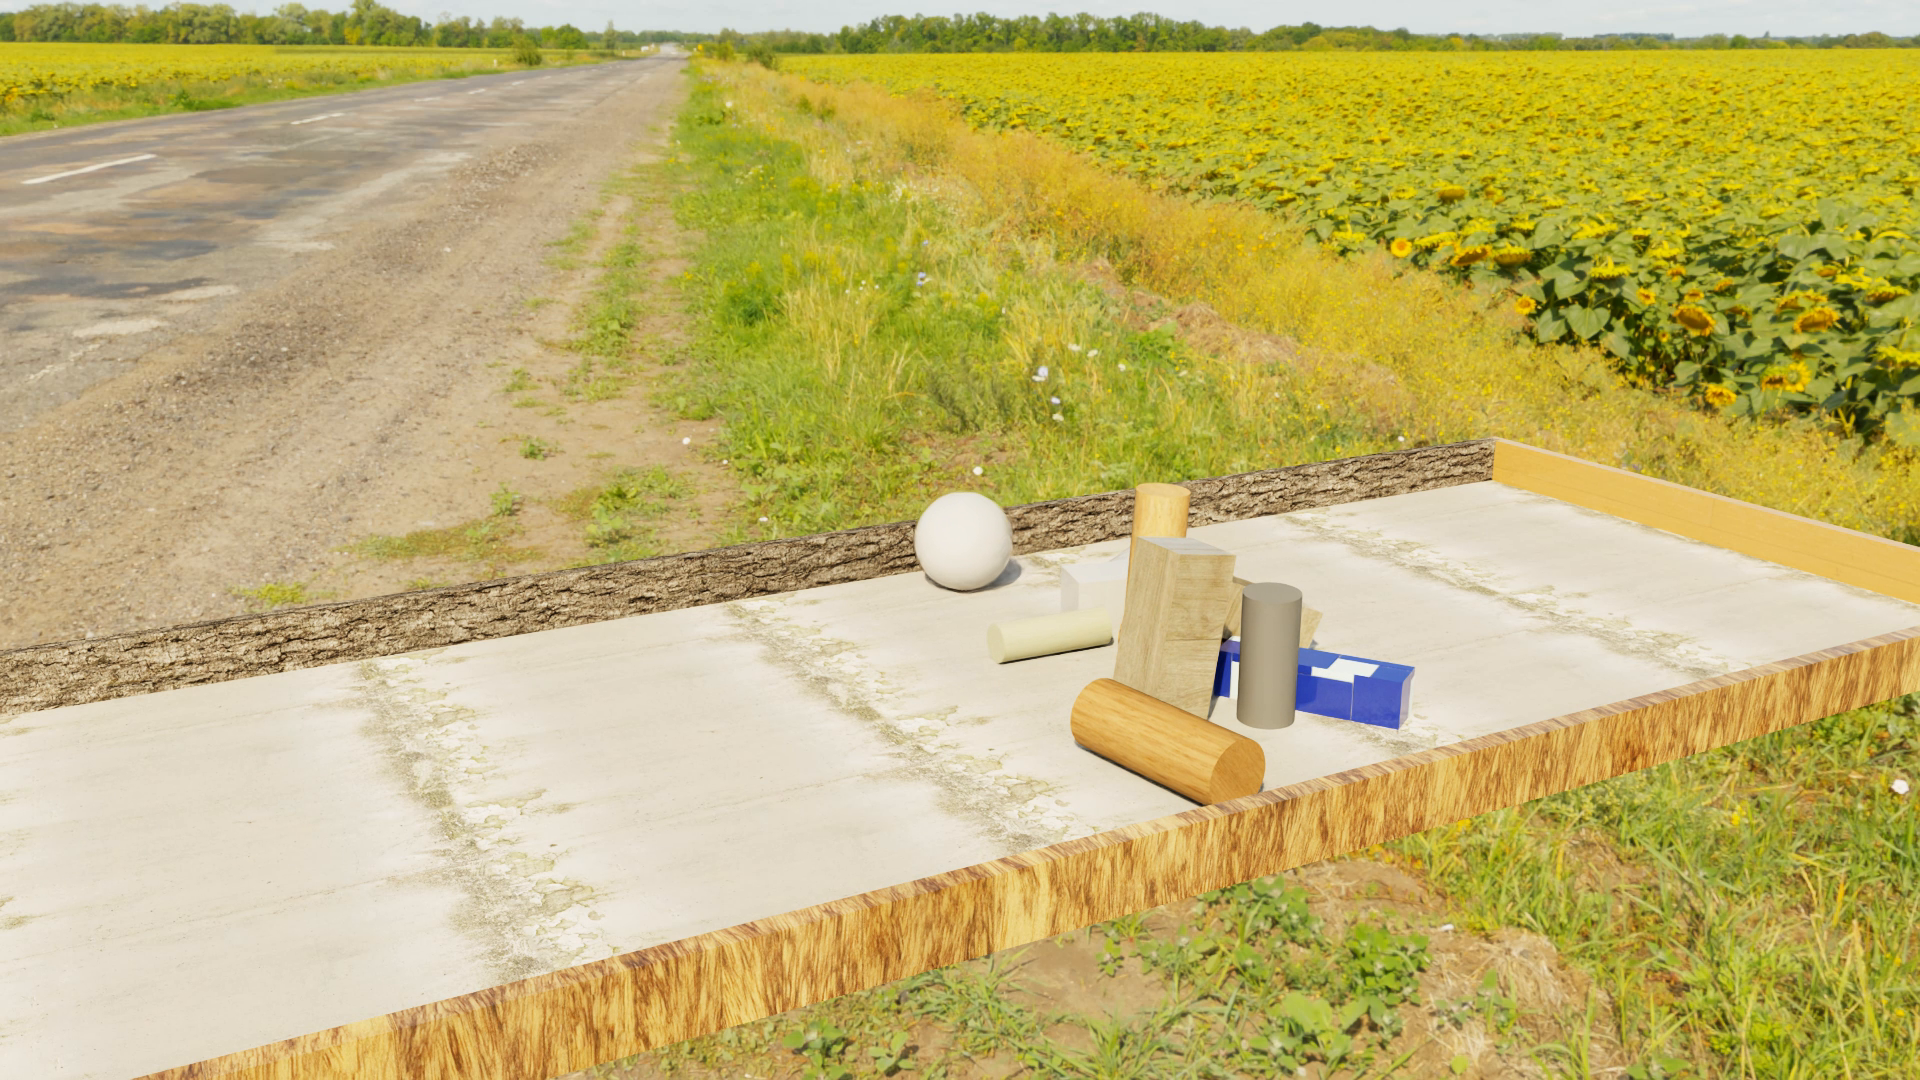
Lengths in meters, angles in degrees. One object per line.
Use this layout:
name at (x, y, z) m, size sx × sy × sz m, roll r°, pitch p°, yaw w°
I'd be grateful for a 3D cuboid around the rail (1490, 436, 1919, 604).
rail at (2.466, -0.048, 5.253) m, size 0.050 × 0.150 × 2.100 m, roll -9°, pitch 18°, yaw -27°

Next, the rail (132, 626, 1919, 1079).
rail at (-2.336, 1.006, 1.665) m, size 12.000 × 0.150 × 0.050 m, roll -9°, pitch 18°, yaw -27°

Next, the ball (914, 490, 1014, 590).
ball at (0.011, 0.001, 4.837) m, size 0.290 × 0.290 × 0.290 m, roll 0°, pitch 16°, yaw 0°

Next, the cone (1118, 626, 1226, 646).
cone at (0.629, 0.268, 4.291) m, size 0.413 × 0.176 × 0.176 m, roll 4°, pitch 12°, yaw -33°

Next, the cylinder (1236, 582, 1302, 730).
cylinder at (0.723, 0.271, 3.861) m, size 0.137 × 0.316 × 0.137 m, roll 0°, pitch 19°, yaw 0°

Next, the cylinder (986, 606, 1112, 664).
cylinder at (0.235, 0.247, 4.329) m, size 0.319 × 0.104 × 0.104 m, roll -8°, pitch 18°, yaw -25°

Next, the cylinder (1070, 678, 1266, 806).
cylinder at (0.443, 0.440, 3.568) m, size 0.164 × 0.164 × 0.433 m, roll -12°, pitch 20°, yaw -35°

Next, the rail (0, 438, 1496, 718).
rail at (-3.305, 0.497, 3.399) m, size 12.000 × 0.150 × 0.050 m, roll -9°, pitch 18°, yaw -27°

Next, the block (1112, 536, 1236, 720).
block at (0.489, 0.218, 3.825) m, size 0.164 × 0.423 × 0.164 m, roll 1°, pitch 13°, yaw -32°

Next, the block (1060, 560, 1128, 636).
block at (0.458, 0.158, 4.536) m, size 0.329 × 0.159 × 0.159 m, roll -4°, pitch 17°, yaw -13°

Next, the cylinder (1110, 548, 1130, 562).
cylinder at (0.526, 0.085, 4.814) m, size 0.142 × 0.142 × 0.362 m, roll 8°, pitch 18°, yaw 26°

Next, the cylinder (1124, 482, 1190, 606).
cylinder at (0.517, 0.070, 4.358) m, size 0.143 × 0.419 × 0.143 m, roll 3°, pitch 17°, yaw -1°

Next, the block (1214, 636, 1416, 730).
block at (0.852, 0.341, 3.986) m, size 0.456 × 0.118 × 0.118 m, roll 9°, pitch 19°, yaw 28°

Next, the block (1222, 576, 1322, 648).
block at (0.707, 0.176, 4.237) m, size 0.414 × 0.142 × 0.142 m, roll 18°, pitch 8°, yaw -24°
